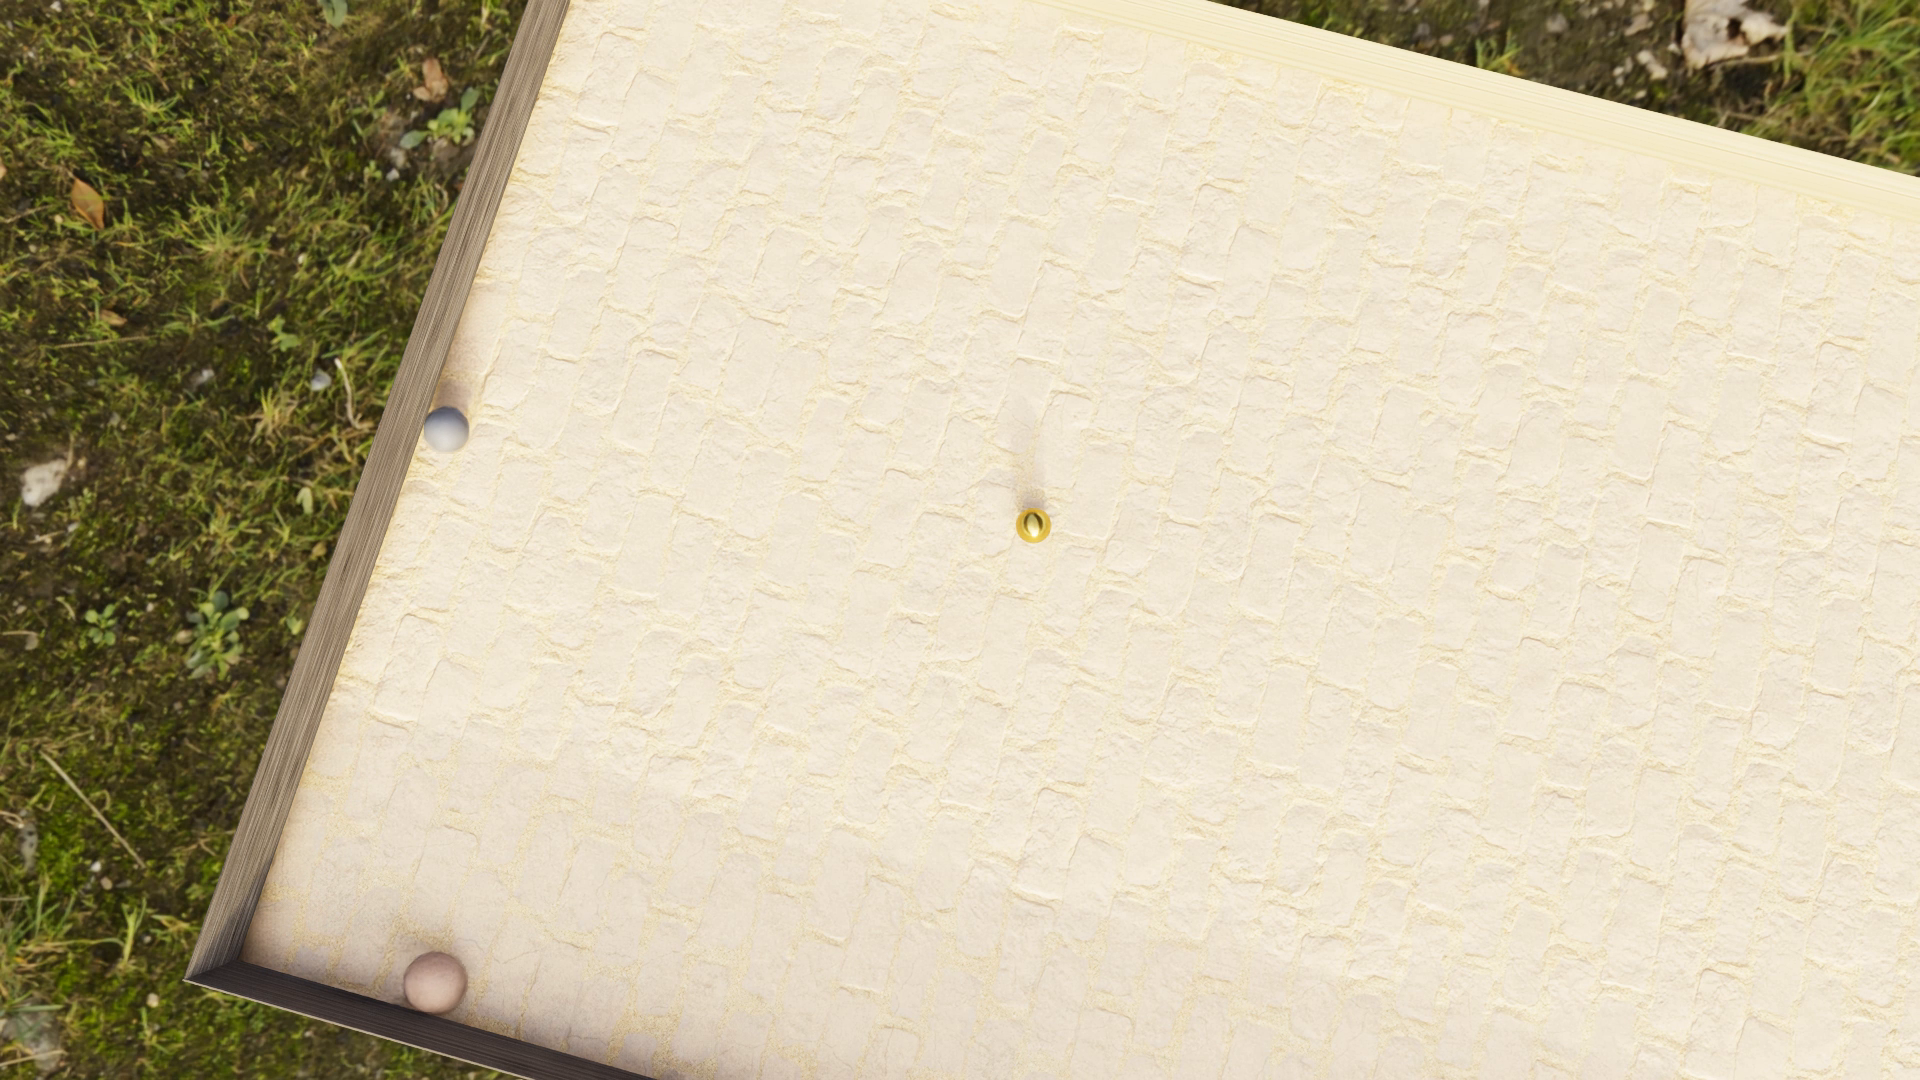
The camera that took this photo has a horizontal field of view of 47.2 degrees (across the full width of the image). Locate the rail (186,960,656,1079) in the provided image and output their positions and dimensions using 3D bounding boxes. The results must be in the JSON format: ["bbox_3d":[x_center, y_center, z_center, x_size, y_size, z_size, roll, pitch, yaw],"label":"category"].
[{"bbox_3d":[0.611,1.064,3.044,3.523,0.116,0.045,15,77,4],"label":"rail"}]

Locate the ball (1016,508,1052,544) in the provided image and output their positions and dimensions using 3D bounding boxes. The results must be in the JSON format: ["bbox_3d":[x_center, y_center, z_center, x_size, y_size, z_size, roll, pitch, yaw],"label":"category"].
[{"bbox_3d":[0.112,-0.022,3.343,0.055,0.055,0.055,0,76,0],"label":"ball"}]

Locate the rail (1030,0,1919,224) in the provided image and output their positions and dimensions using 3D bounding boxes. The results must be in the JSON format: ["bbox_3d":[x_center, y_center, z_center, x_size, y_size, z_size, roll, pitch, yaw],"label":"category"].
[{"bbox_3d":[1.088,-0.625,3.459,3.523,0.116,0.045,15,77,4],"label":"rail"}]

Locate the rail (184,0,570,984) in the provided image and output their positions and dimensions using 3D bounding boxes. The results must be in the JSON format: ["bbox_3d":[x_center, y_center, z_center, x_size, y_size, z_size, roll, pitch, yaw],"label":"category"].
[{"bbox_3d":[-0.827,-0.227,3.361,0.045,0.116,1.851,15,77,4],"label":"rail"}]

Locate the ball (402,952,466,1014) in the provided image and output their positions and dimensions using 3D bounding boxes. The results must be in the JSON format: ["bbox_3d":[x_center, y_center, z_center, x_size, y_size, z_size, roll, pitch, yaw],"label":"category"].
[{"bbox_3d":[-0.756,0.638,3.164,0.089,0.089,0.089,0,76,0],"label":"ball"}]

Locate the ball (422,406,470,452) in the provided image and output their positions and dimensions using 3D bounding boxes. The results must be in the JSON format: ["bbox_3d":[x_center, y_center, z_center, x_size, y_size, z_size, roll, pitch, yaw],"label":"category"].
[{"bbox_3d":[-0.787,-0.169,3.371,0.071,0.071,0.071,0,76,0],"label":"ball"}]
